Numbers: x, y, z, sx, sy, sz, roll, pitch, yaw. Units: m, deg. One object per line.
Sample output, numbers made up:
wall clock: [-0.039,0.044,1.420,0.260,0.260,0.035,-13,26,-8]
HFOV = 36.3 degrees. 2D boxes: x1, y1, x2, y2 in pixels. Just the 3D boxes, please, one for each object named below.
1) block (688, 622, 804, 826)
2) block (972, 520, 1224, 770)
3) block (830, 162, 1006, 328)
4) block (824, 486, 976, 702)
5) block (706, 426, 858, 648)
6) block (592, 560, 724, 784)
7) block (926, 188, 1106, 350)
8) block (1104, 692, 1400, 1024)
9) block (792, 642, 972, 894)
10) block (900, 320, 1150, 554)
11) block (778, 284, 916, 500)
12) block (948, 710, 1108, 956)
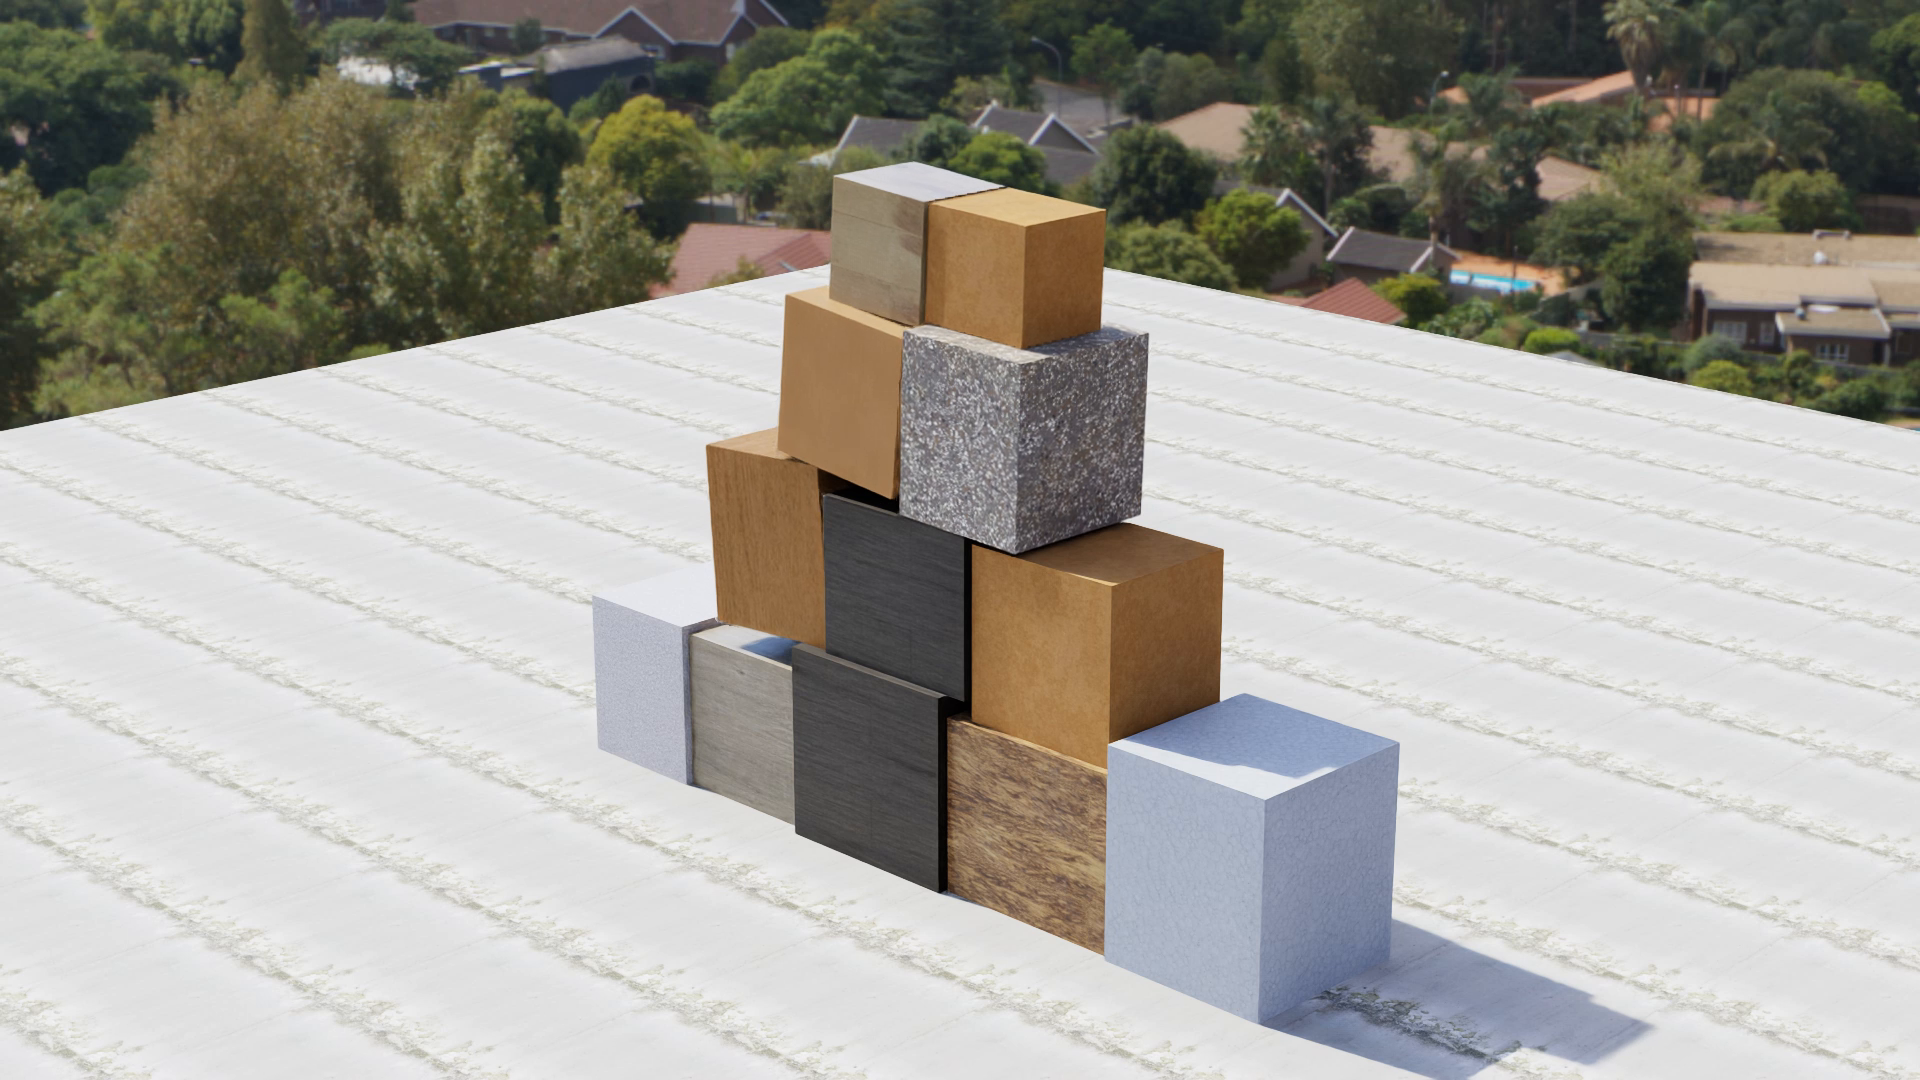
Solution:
block: [-0.751,0.833,14.385,0.797,0.786,0.812,-17,24,-42]
block: [0.597,0.421,12.833,0.725,0.822,0.818,-17,24,-42]
block: [-0.195,-1.328,13.105,0.502,0.565,0.579,-17,28,-42]
block: [-0.019,0.169,13.397,0.800,0.764,0.901,-17,24,-42]
block: [-0.628,-0.058,13.996,0.791,0.869,0.788,-17,20,-42]
block: [-1.302,0.654,14.887,0.843,0.826,0.701,-17,24,-42]
block: [0.238,-1.186,12.727,0.500,0.535,0.585,-17,26,-42]
block: [1.235,1.329,12.459,0.890,0.994,0.849,-17,24,-42]
block: [-0.108,0.947,13.761,0.941,0.941,0.968,-17,24,-42]
block: [0.279,-0.509,12.877,0.808,0.839,0.712,-17,26,-42]
block: [-0.262,-0.731,13.402,0.804,0.750,0.767,-17,30,-42]
block: [0.596,1.202,13.120,0.867,0.840,0.980,-17,24,-42]
